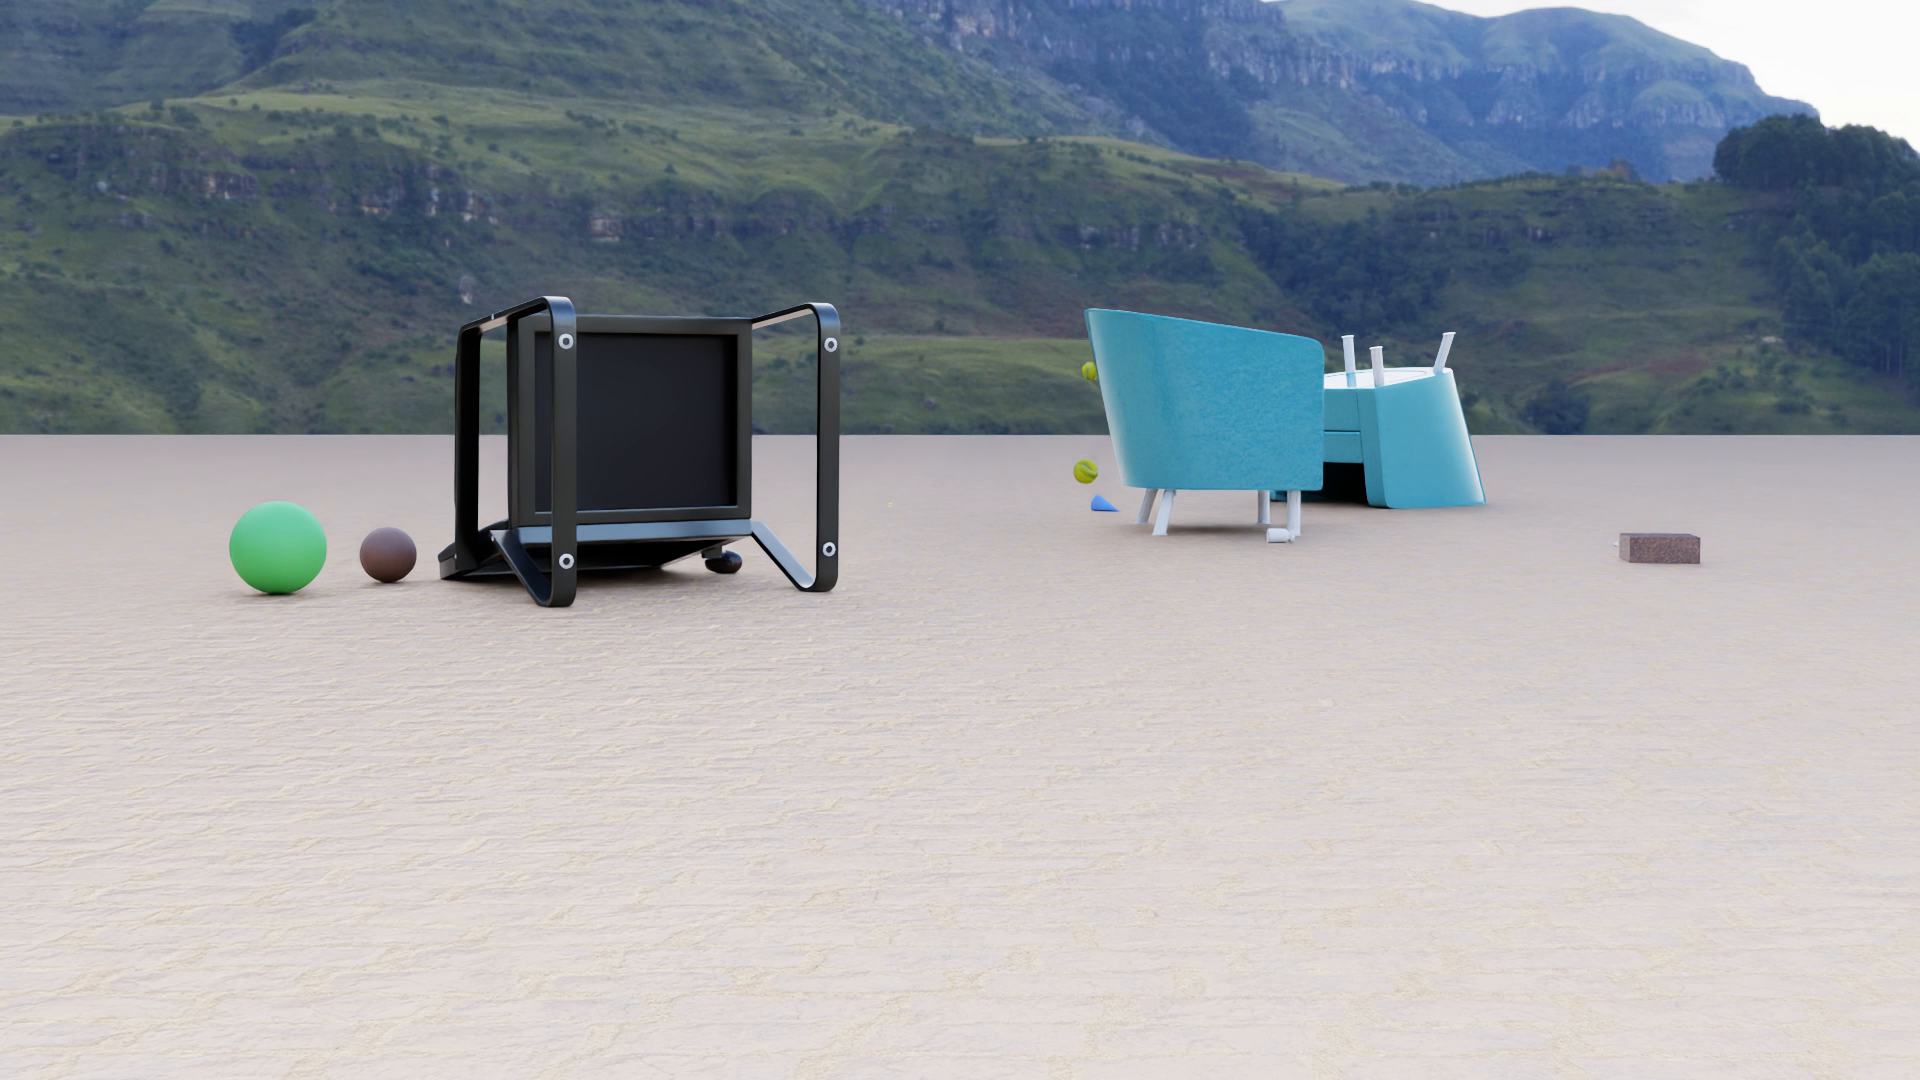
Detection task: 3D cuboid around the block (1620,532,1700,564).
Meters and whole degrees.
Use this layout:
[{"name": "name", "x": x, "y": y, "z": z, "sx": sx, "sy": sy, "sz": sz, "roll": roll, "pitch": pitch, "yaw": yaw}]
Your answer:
[{"name": "block", "x": 1.828, "y": 0.021, "z": 5.750, "sx": 0.176, "sy": 0.067, "sz": 0.168, "roll": 1, "pitch": 4, "yaw": 8}]

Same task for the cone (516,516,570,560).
[{"name": "cone", "x": -1.112, "y": 0.021, "z": 5.827, "sx": 0.144, "sy": 0.130, "sz": 0.105, "roll": 16, "pitch": 33, "yaw": -15}]

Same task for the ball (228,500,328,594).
[{"name": "ball", "x": -1.491, "y": 0.016, "z": 4.810, "sx": 0.205, "sy": 0.205, "sz": 0.205, "roll": 0, "pitch": 4, "yaw": 0}]

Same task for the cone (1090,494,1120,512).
[{"name": "cone", "x": 0.545, "y": -0.120, "z": 8.071, "sx": 0.114, "sy": 0.061, "sz": 0.067, "roll": 23, "pitch": 52, "yaw": 38}]
